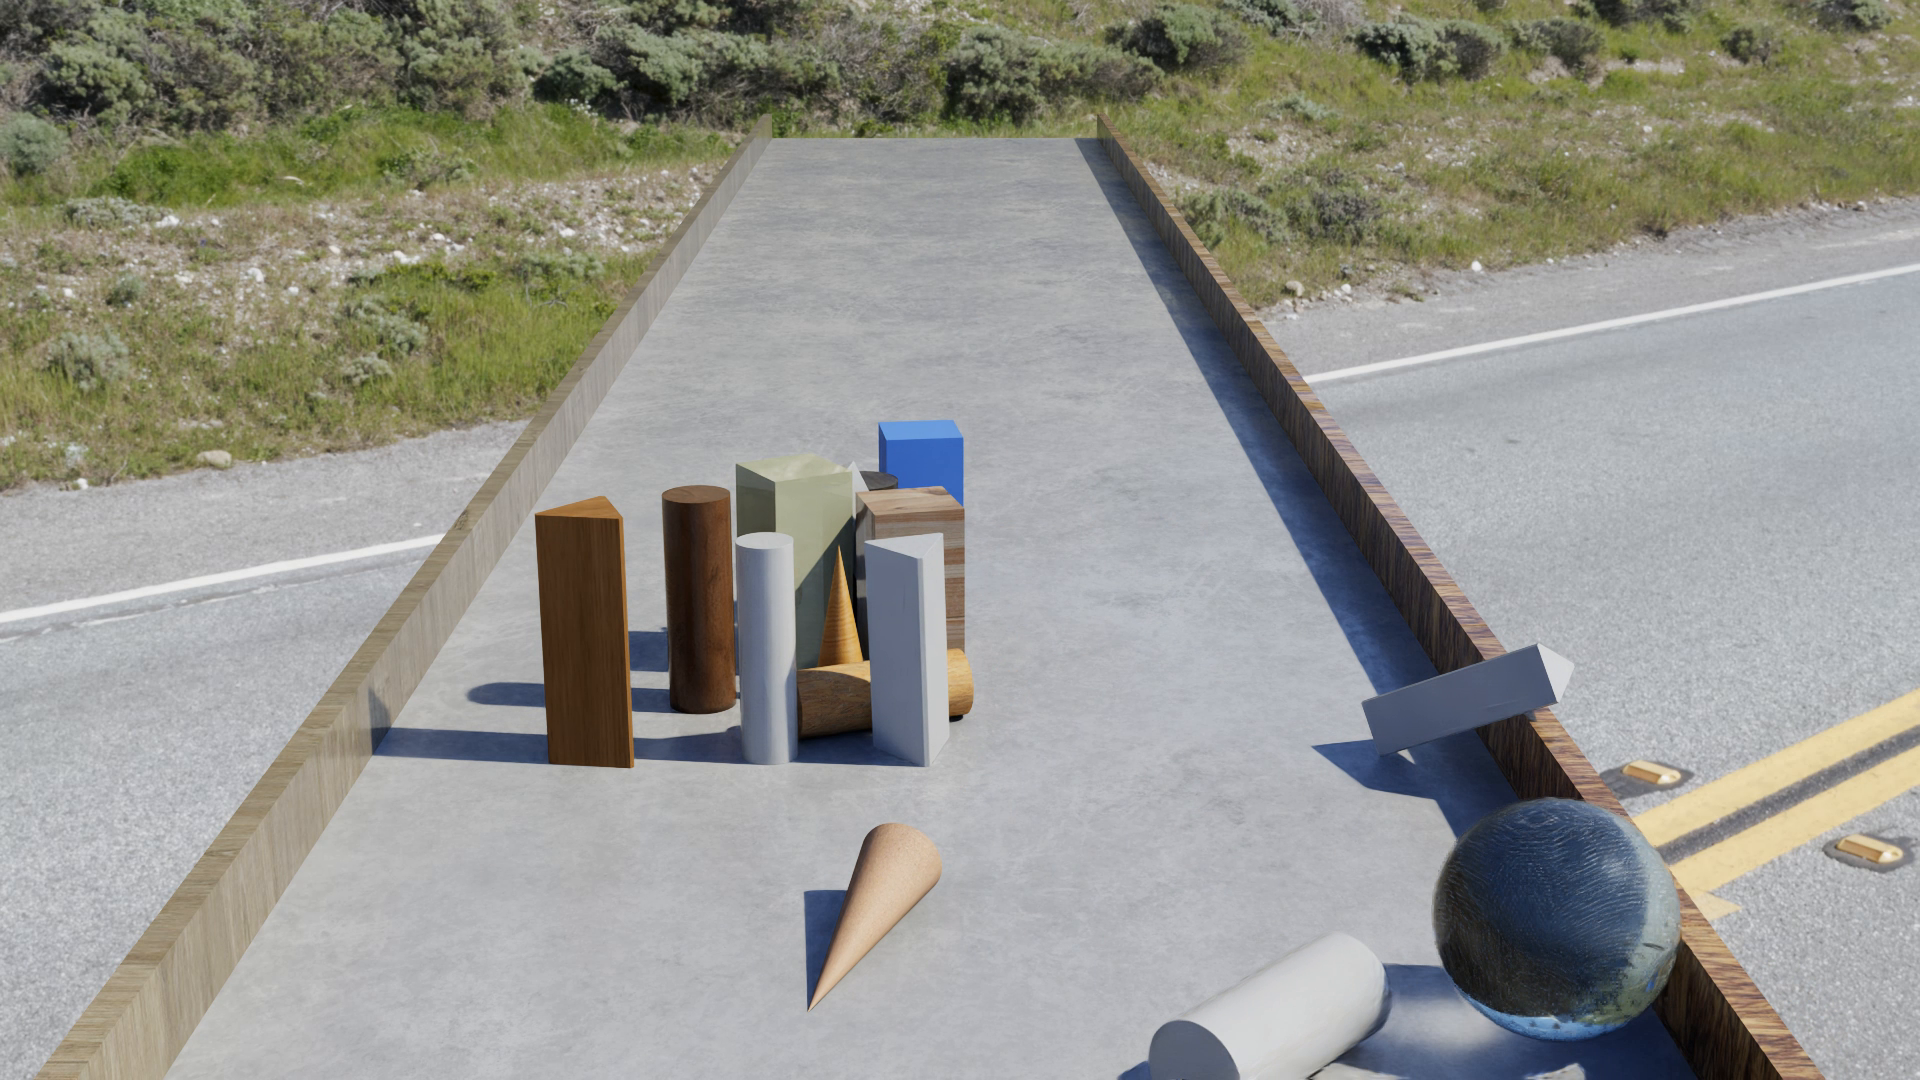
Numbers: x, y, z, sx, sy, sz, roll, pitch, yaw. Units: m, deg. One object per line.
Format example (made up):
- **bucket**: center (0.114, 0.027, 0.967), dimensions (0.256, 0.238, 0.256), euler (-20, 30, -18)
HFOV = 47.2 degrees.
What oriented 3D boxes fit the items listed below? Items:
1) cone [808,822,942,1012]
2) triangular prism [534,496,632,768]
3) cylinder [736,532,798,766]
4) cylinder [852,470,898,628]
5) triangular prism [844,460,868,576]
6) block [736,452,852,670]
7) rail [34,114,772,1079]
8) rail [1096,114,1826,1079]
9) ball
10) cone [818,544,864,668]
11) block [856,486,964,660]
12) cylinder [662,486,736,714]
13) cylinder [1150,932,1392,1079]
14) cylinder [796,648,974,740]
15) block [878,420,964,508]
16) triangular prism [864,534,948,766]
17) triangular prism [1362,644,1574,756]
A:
- **cone**: center (-0.150, 0.571, 3.195), dimensions (0.131, 0.131, 0.388), euler (5, 27, 18)
- **triangular prism**: center (-0.642, 0.160, 3.886), dimensions (0.155, 0.458, 0.134), euler (3, 17, 9)
- **cylinder**: center (-0.340, 0.192, 3.879), dimensions (0.102, 0.400, 0.102), euler (0, 17, 0)
- **cylinder**: center (-0.205, 0.019, 4.634), dimensions (0.153, 0.301, 0.153), euler (0, 17, 0)
- **triangular prism**: center (-0.176, 0.013, 4.518), dimensions (0.091, 0.360, 0.105), euler (-37, 24, -24)
- **block**: center (-0.329, 0.046, 4.375), dimensions (0.169, 0.395, 0.169), euler (-9, 19, -31)
- **rail**: center (-1.118, -0.838, 7.780), dimensions (0.050, 0.150, 12.000), euler (0, 17, -1)
- **rail**: center (0.932, -0.844, 7.801), dimensions (0.050, 0.150, 12.000), euler (0, 17, -1)
- **ball**: center (0.799, 0.508, 2.950), dimensions (0.324, 0.324, 0.324), euler (0, 17, 0)
- **cone**: center (-0.227, 0.156, 4.155), dimensions (0.115, 0.312, 0.115), euler (0, 17, 0)
- **block**: center (-0.100, 0.081, 4.372), dimensions (0.178, 0.331, 0.178), euler (-4, 17, -14)
- **cylinder**: center (-0.488, 0.112, 4.127), dimensions (0.127, 0.412, 0.127), euler (0, 17, 0)
- **cylinder**: center (0.405, 0.632, 2.843), dimensions (0.147, 0.147, 0.329), euler (15, 22, 41)
- **cylinder**: center (-0.152, 0.283, 4.055), dimensions (0.333, 0.125, 0.125), euler (-7, 18, -22)
- **block**: center (-0.087, -0.078, 4.888), dimensions (0.168, 0.343, 0.168), euler (-2, 17, -8)
- **triangular prism**: center (-0.069, 0.187, 3.906), dimensions (0.140, 0.389, 0.121), euler (16, 25, 43)
- **triangular prism**: center (0.869, 0.266, 3.818), dimensions (0.377, 0.089, 0.103), euler (-25, 19, 44)
